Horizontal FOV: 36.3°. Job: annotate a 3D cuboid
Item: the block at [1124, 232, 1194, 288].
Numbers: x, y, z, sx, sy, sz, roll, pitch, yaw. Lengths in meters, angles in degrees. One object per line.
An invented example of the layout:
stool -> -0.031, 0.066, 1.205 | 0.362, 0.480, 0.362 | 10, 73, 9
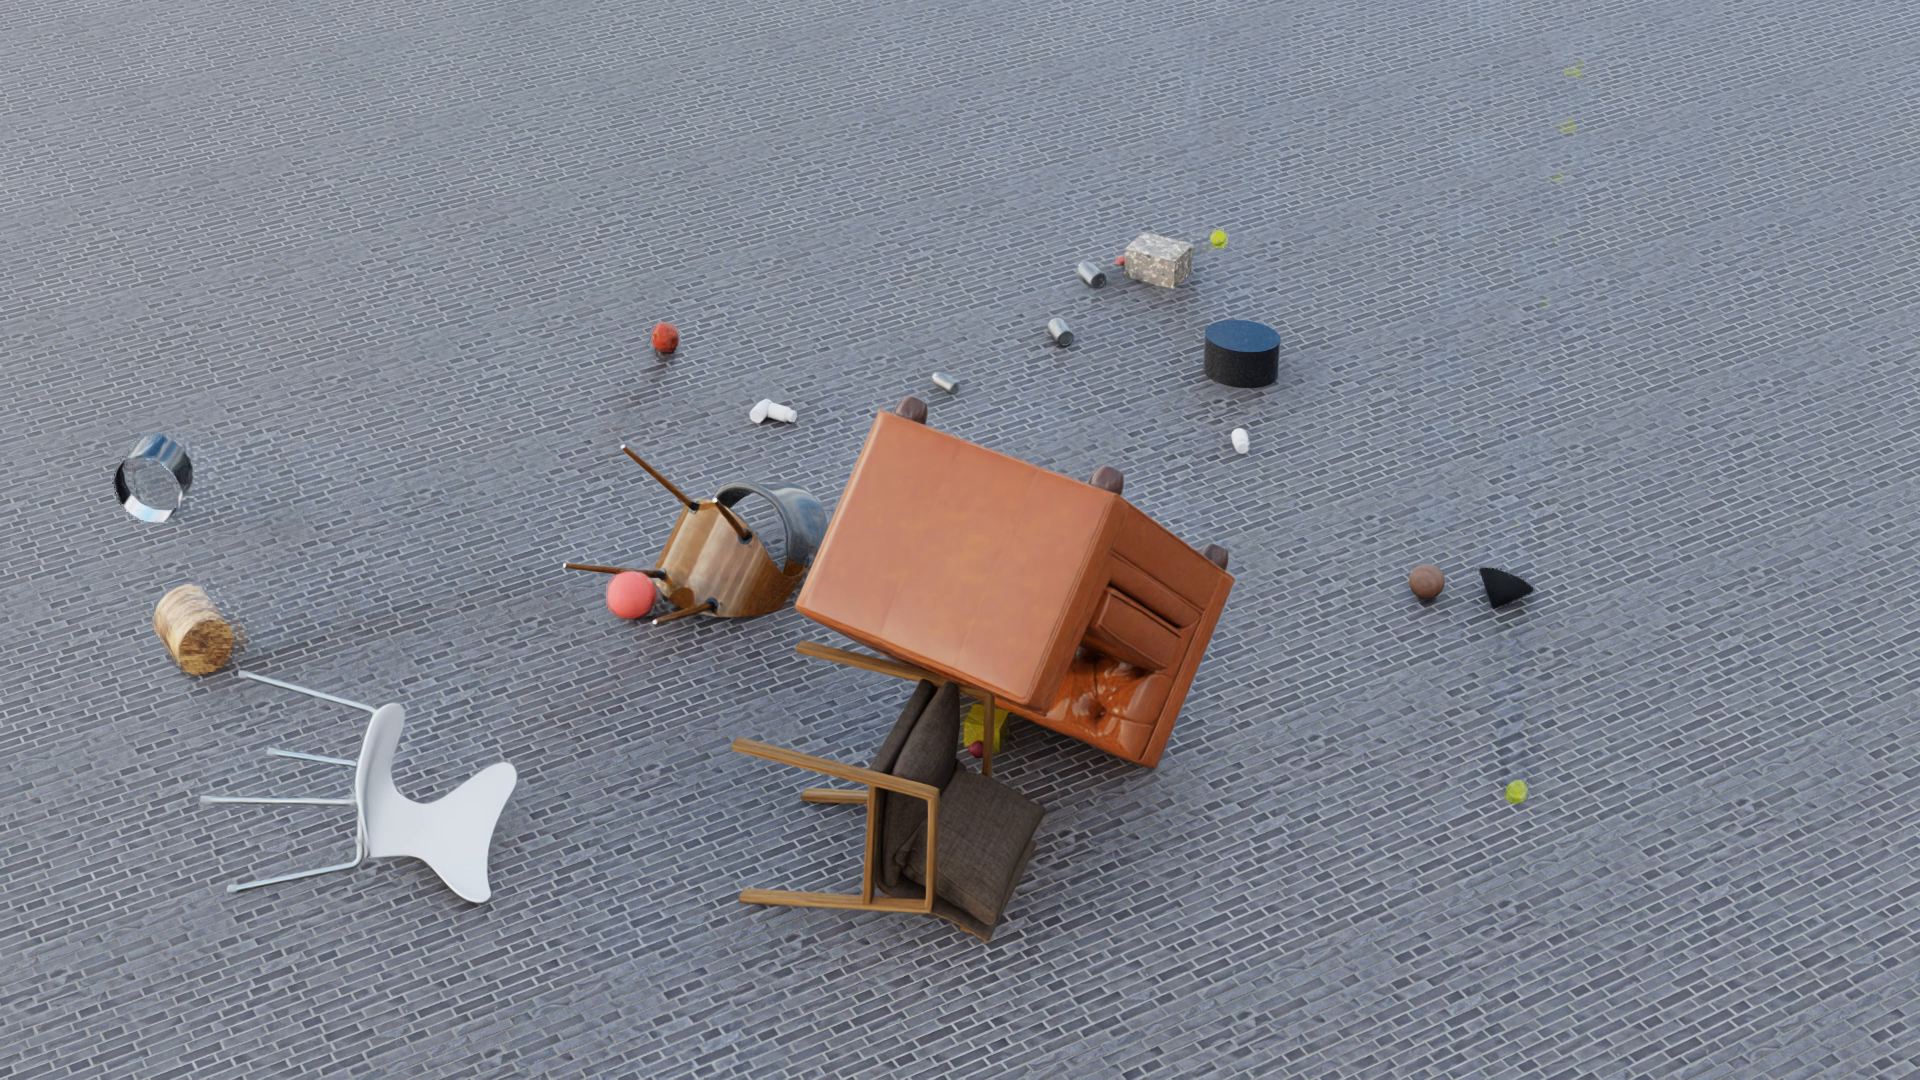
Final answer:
block -> 0.857, -1.208, 12.657 | 0.238, 0.133, 0.183 | 17, 37, 24

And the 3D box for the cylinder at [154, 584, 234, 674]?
cylinder -> -2.683, 0.314, 10.269 | 0.197, 0.224, 0.249 | 8, 23, -40

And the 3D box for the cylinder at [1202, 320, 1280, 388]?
cylinder -> 1.147, -0.758, 11.943 | 0.313, 0.168, 0.257 | 14, 36, 20

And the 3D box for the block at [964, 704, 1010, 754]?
block -> 0.090, 0.637, 9.883 | 0.126, 0.105, 0.108 | 11, 35, 16

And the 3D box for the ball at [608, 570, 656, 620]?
ball -> -1.173, 0.196, 10.489 | 0.173, 0.173, 0.173 | 0, 33, 0

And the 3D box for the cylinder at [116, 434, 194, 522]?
cylinder -> -3.029, -0.231, 11.027 | 0.244, 0.294, 0.159 | 4, 33, 5

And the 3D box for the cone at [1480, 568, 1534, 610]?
cone -> 1.947, 0.198, 10.580 | 0.211, 0.172, 0.120 | 20, 74, 26
